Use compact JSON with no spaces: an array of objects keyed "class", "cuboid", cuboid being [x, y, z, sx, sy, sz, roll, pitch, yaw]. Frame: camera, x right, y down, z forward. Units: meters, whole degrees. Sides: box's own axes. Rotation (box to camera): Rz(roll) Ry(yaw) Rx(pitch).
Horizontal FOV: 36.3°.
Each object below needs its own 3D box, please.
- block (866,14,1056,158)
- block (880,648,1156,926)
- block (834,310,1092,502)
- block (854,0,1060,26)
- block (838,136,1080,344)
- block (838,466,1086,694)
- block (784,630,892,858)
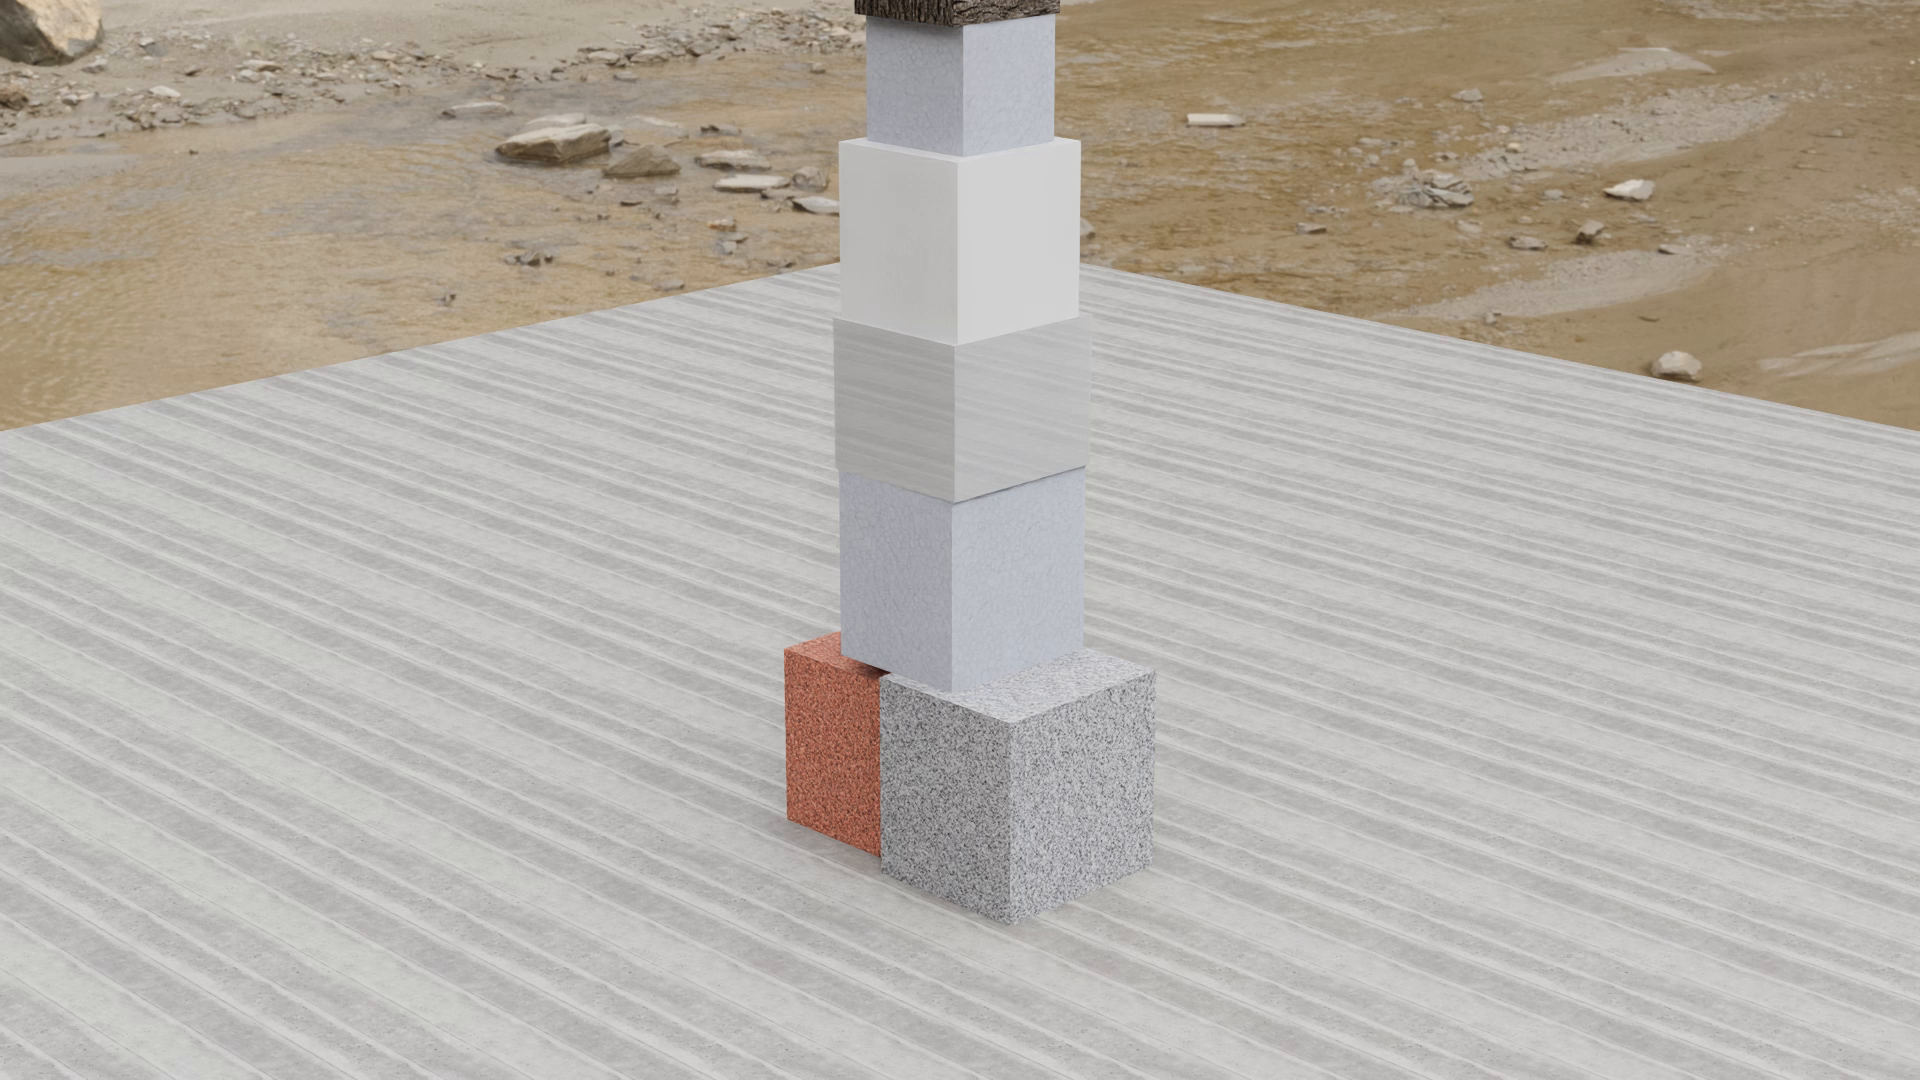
[{"class":"block","cuboid":[0.002,-2.006,12.714,0.560,0.555,0.593,-17,24,-42]},{"class":"block","cuboid":[0.264,1.060,13.373,0.948,0.958,0.822,-17,24,-42]},{"class":"block","cuboid":[0.013,-0.666,13.146,0.867,0.696,0.764,-17,24,-42]},{"class":"block","cuboid":[-0.011,-2.554,12.527,0.647,0.603,0.604,-17,24,-42]},{"class":"block","cuboid":[-0.001,-1.367,12.911,0.761,0.782,0.734,-17,24,-42]},{"class":"block","cuboid":[0.012,0.090,13.382,0.855,0.888,0.723,-17,24,-42]},{"class":"block","cuboid":[-0.307,0.932,13.929,0.710,0.869,0.770,-17,24,-42]}]
